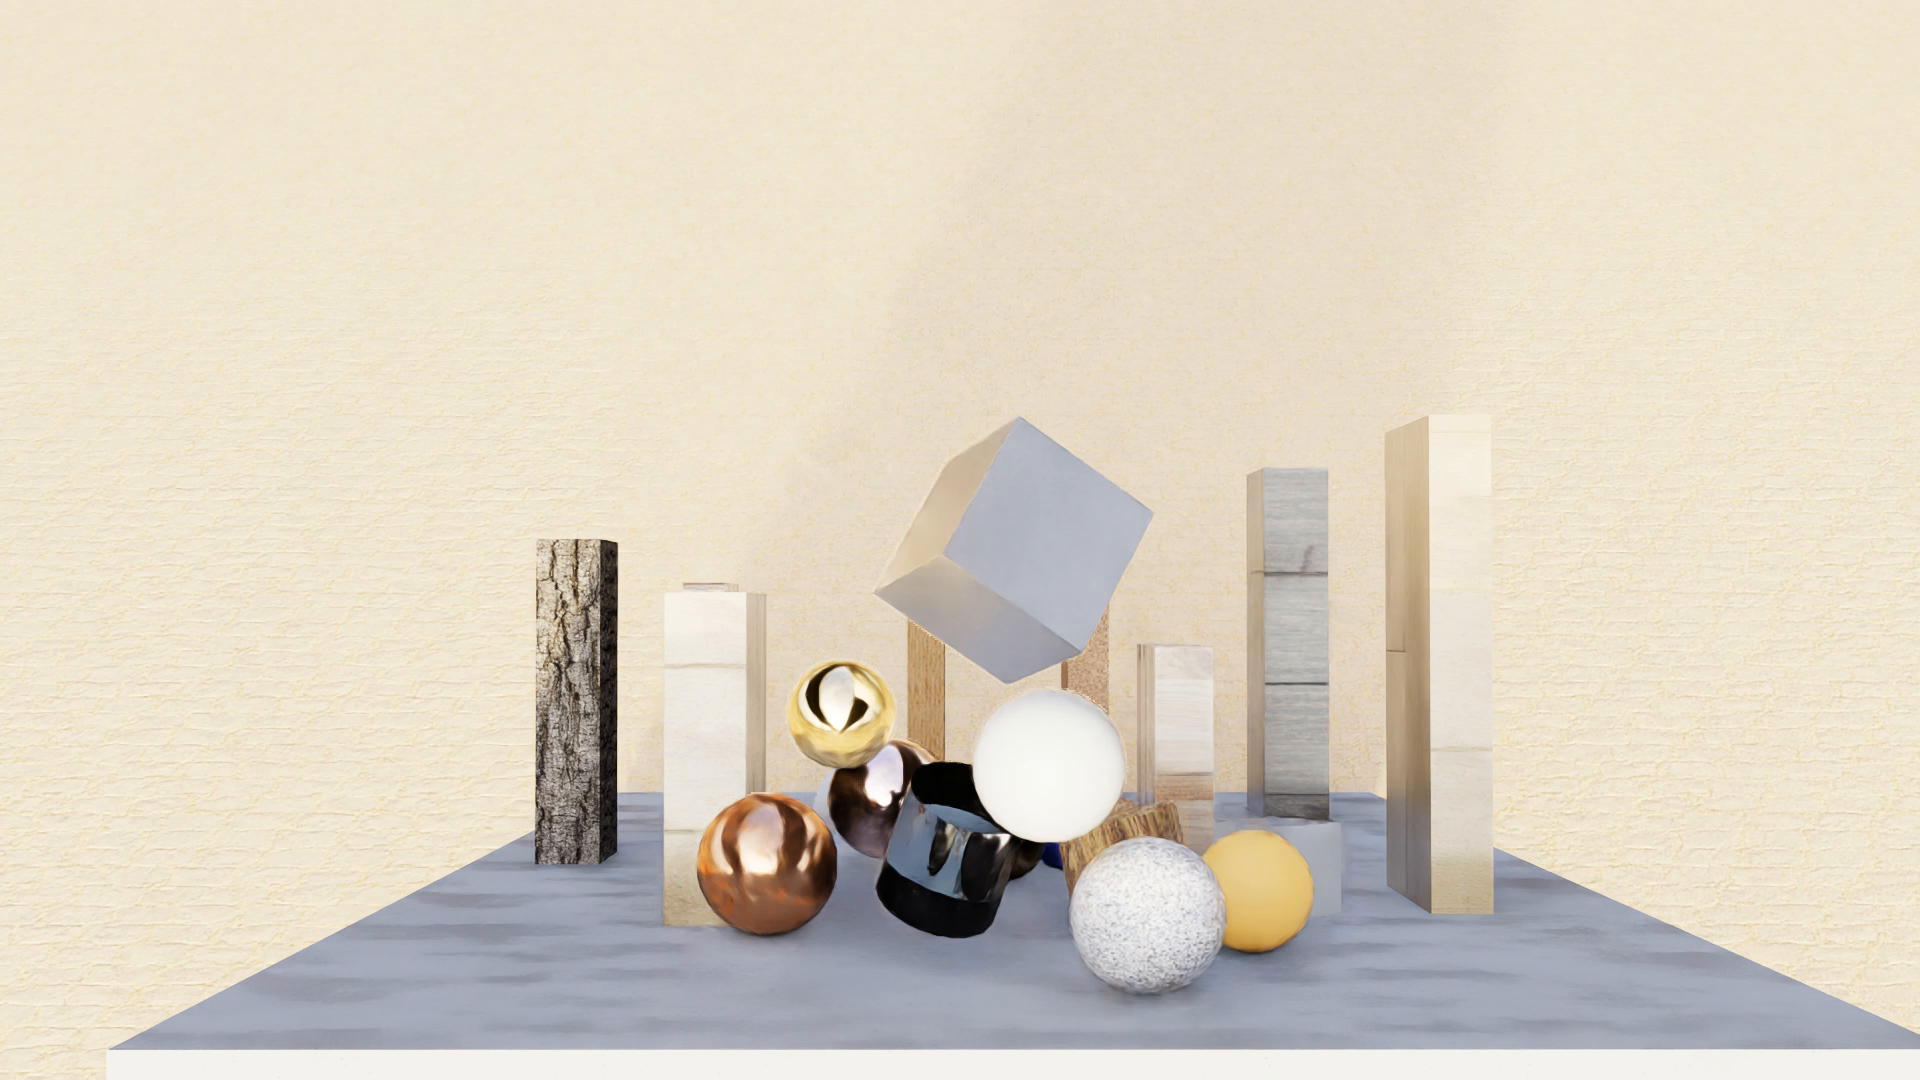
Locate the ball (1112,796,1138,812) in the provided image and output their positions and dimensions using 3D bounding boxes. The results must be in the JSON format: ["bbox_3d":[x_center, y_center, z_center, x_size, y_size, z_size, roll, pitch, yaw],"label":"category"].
[{"bbox_3d":[0.248,0.497,4.278,0.152,0.152,0.152,0,34,0],"label":"ball"}]

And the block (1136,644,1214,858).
[{"bbox_3d":[0.373,0.391,4.535,0.097,0.415,0.448,0,-2,0],"label":"block"}]

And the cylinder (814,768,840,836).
[{"bbox_3d":[-0.184,0.492,4.758,0.122,0.122,0.122,17,38,29],"label":"cylinder"}]

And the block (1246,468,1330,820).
[{"bbox_3d":[0.761,0.240,6.048,0.146,0.800,0.354,0,-2,0],"label":"block"}]

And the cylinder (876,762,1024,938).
[{"bbox_3d":[-0.010,0.452,3.796,0.184,0.184,0.184,15,25,-7],"label":"cylinder"}]

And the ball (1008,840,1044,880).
[{"bbox_3d":[0.078,0.528,4.576,0.145,0.145,0.145,0,34,0],"label":"ball"}]

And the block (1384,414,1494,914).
[{"bbox_3d":[0.787,0.200,4.290,0.097,0.784,0.425,0,-2,0],"label":"block"}]

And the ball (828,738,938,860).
[{"bbox_3d":[-0.114,0.415,4.165,0.197,0.197,0.197,0,34,0],"label":"ball"}]

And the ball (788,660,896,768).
[{"bbox_3d":[-0.131,0.193,2.869,0.120,0.120,0.120,0,34,0],"label":"ball"}]

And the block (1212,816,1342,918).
[{"bbox_3d":[0.499,0.515,4.084,0.143,0.143,0.143,1,-2,-44],"label":"block"}]

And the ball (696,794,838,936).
[{"bbox_3d":[-0.282,0.475,3.804,0.208,0.208,0.208,0,34,0],"label":"ball"}]

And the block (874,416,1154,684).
[{"bbox_3d":[0.058,0.014,2.836,0.186,0.186,0.186,35,65,-13],"label":"block"}]

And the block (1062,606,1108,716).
[{"bbox_3d":[0.294,0.261,6.161,0.093,0.766,0.387,0,-2,0],"label":"block"}]

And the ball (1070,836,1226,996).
[{"bbox_3d":[0.233,0.466,3.221,0.195,0.195,0.195,0,34,0],"label":"ball"}]

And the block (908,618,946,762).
[{"bbox_3d":[-0.075,0.401,5.959,0.080,0.475,0.432,0,-2,0],"label":"block"}]

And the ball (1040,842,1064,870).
[{"bbox_3d":[0.189,0.543,4.773,0.124,0.124,0.124,0,34,0],"label":"ball"}]

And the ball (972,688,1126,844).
[{"bbox_3d":[0.110,0.279,3.206,0.190,0.190,0.190,0,34,0],"label":"ball"}]

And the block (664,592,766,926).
[{"bbox_3d":[-0.385,0.337,4.130,0.123,0.503,0.414,0,-2,0],"label":"block"}]

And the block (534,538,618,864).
[{"bbox_3d":[-0.737,0.307,5.005,0.121,0.611,0.257,0,-2,0],"label":"block"}]

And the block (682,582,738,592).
[{"bbox_3d":[-0.539,0.362,5.623,0.089,0.535,0.331,0,-2,0],"label":"block"}]

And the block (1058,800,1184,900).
[{"bbox_3d":[0.252,0.490,3.929,0.148,0.148,0.148,-13,-2,20],"label":"block"}]

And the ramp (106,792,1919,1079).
[{"bbox_3d":[0.076,0.657,4.808,2.000,0.100,4.000,0,-2,0],"label":"ramp"}]

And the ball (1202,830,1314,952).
[{"bbox_3d":[0.409,0.489,3.620,0.170,0.170,0.170,0,34,0],"label":"ball"}]
